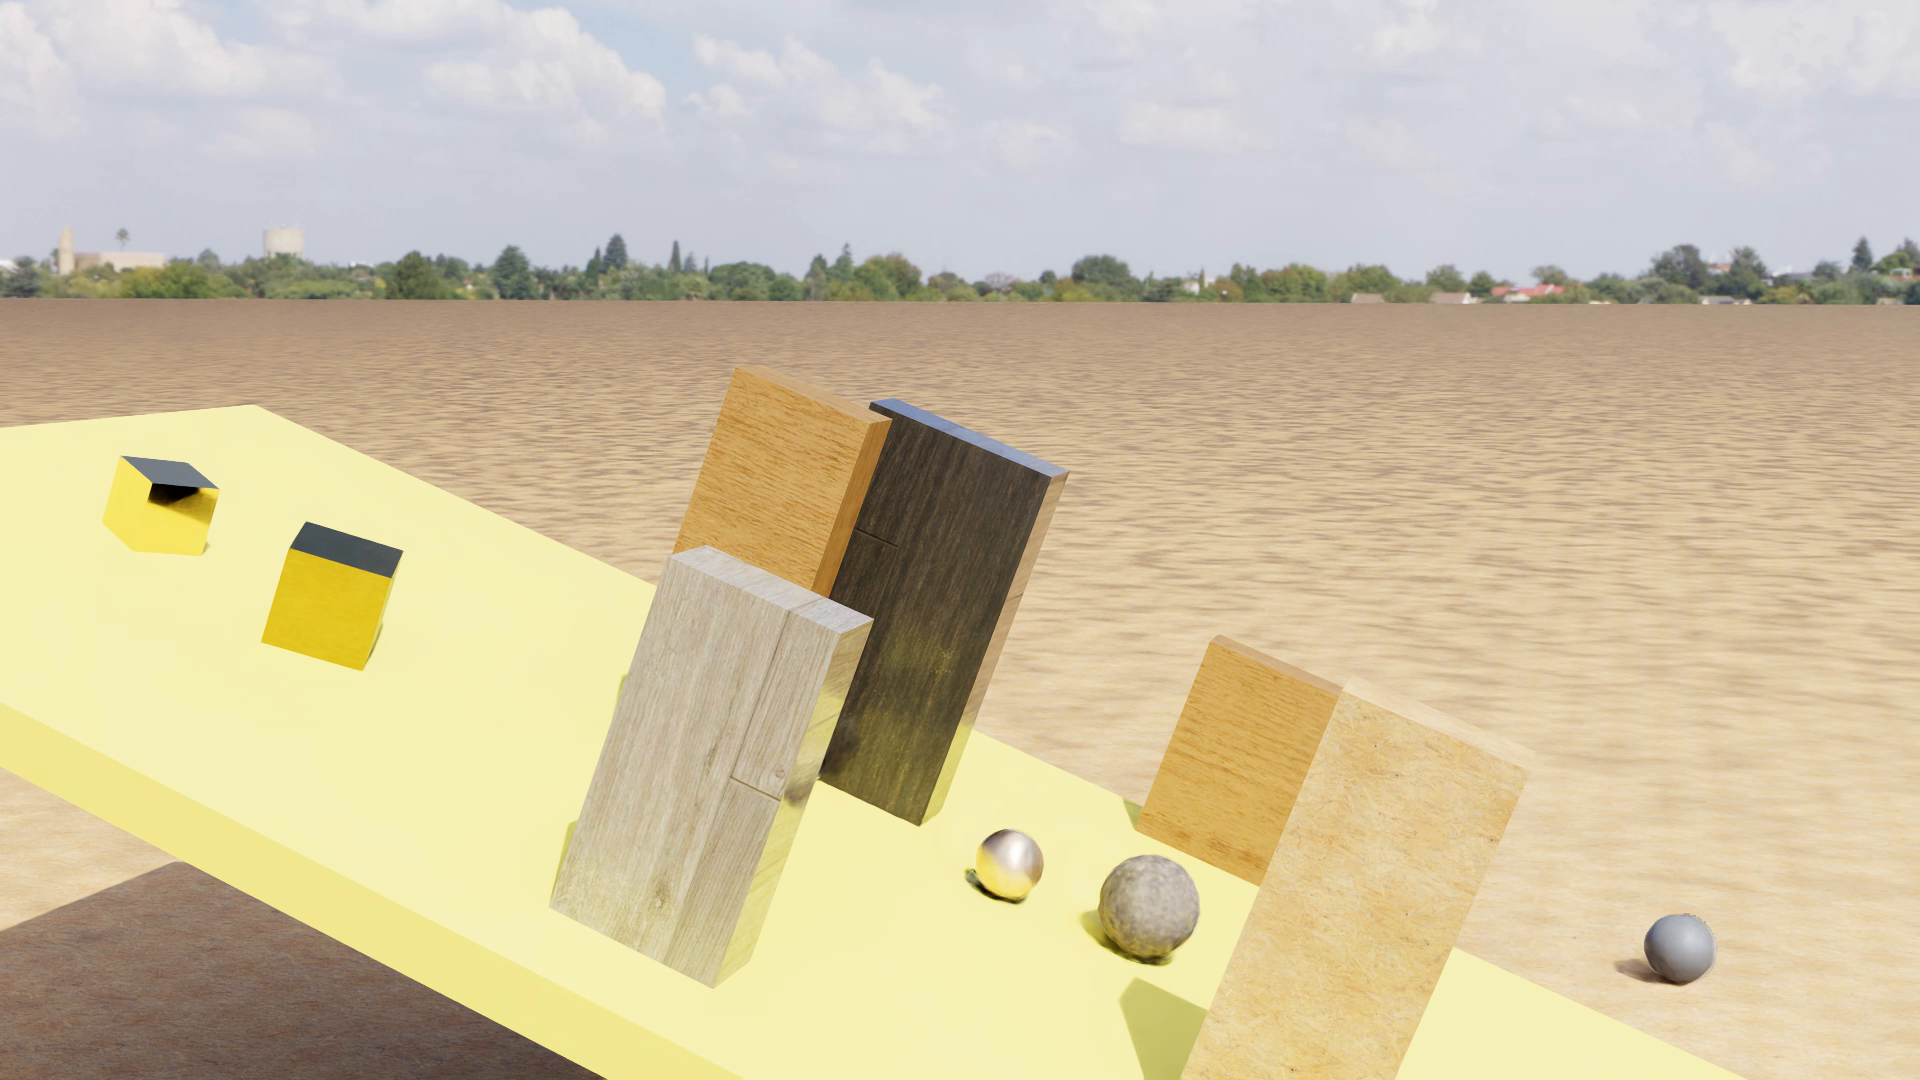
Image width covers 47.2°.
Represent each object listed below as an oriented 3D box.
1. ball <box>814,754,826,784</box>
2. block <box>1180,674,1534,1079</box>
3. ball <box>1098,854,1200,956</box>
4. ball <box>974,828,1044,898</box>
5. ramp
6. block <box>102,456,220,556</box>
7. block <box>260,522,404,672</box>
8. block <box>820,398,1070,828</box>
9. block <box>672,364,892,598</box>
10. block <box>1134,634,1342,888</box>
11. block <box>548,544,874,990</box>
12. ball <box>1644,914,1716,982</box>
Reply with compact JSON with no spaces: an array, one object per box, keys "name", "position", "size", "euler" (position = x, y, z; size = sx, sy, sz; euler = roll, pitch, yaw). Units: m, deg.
[{"name":"ball","position":[-0.323,0.435,4.337],"size":[0.117,0.117,0.117],"euler":[0,7,0]},{"name":"block","position":[0.603,0.630,3.447],"size":[0.300,0.770,0.141],"euler":[23,13,13]},{"name":"ball","position":[0.357,0.689,4.150],"size":[0.191,0.191,0.191],"euler":[0,7,0]},{"name":"ball","position":[0.094,0.616,4.188],"size":[0.131,0.131,0.131],"euler":[0,7,0]},{"name":"ramp","position":[-0.323,0.584,4.205],"size":[4.000,0.100,2.000],"euler":[23,13,13]},{"name":"block","position":[-1.599,-0.068,4.400],"size":[0.146,0.146,0.146],"euler":[31,16,39]},{"name":"block","position":[-1.194,0.106,4.192],"size":[0.192,0.192,0.192],"euler":[18,13,-12]},{"name":"block","position":[-0.107,0.143,4.426],"size":[0.394,0.759,0.140],"euler":[23,13,13]},{"name":"block","position":[-0.401,0.088,4.142],"size":[0.278,0.783,0.127],"euler":[23,13,13]},{"name":"block","position":[0.633,0.491,4.809],"size":[0.348,0.460,0.105],"euler":[23,13,13]},{"name":"block","position":[-0.392,0.352,3.443],"size":[0.300,0.607,0.148],"euler":[23,13,13]},{"name":"ball","position":[1.886,1.069,5.763],"size":[0.177,0.177,0.177],"euler":[0,7,0]}]
